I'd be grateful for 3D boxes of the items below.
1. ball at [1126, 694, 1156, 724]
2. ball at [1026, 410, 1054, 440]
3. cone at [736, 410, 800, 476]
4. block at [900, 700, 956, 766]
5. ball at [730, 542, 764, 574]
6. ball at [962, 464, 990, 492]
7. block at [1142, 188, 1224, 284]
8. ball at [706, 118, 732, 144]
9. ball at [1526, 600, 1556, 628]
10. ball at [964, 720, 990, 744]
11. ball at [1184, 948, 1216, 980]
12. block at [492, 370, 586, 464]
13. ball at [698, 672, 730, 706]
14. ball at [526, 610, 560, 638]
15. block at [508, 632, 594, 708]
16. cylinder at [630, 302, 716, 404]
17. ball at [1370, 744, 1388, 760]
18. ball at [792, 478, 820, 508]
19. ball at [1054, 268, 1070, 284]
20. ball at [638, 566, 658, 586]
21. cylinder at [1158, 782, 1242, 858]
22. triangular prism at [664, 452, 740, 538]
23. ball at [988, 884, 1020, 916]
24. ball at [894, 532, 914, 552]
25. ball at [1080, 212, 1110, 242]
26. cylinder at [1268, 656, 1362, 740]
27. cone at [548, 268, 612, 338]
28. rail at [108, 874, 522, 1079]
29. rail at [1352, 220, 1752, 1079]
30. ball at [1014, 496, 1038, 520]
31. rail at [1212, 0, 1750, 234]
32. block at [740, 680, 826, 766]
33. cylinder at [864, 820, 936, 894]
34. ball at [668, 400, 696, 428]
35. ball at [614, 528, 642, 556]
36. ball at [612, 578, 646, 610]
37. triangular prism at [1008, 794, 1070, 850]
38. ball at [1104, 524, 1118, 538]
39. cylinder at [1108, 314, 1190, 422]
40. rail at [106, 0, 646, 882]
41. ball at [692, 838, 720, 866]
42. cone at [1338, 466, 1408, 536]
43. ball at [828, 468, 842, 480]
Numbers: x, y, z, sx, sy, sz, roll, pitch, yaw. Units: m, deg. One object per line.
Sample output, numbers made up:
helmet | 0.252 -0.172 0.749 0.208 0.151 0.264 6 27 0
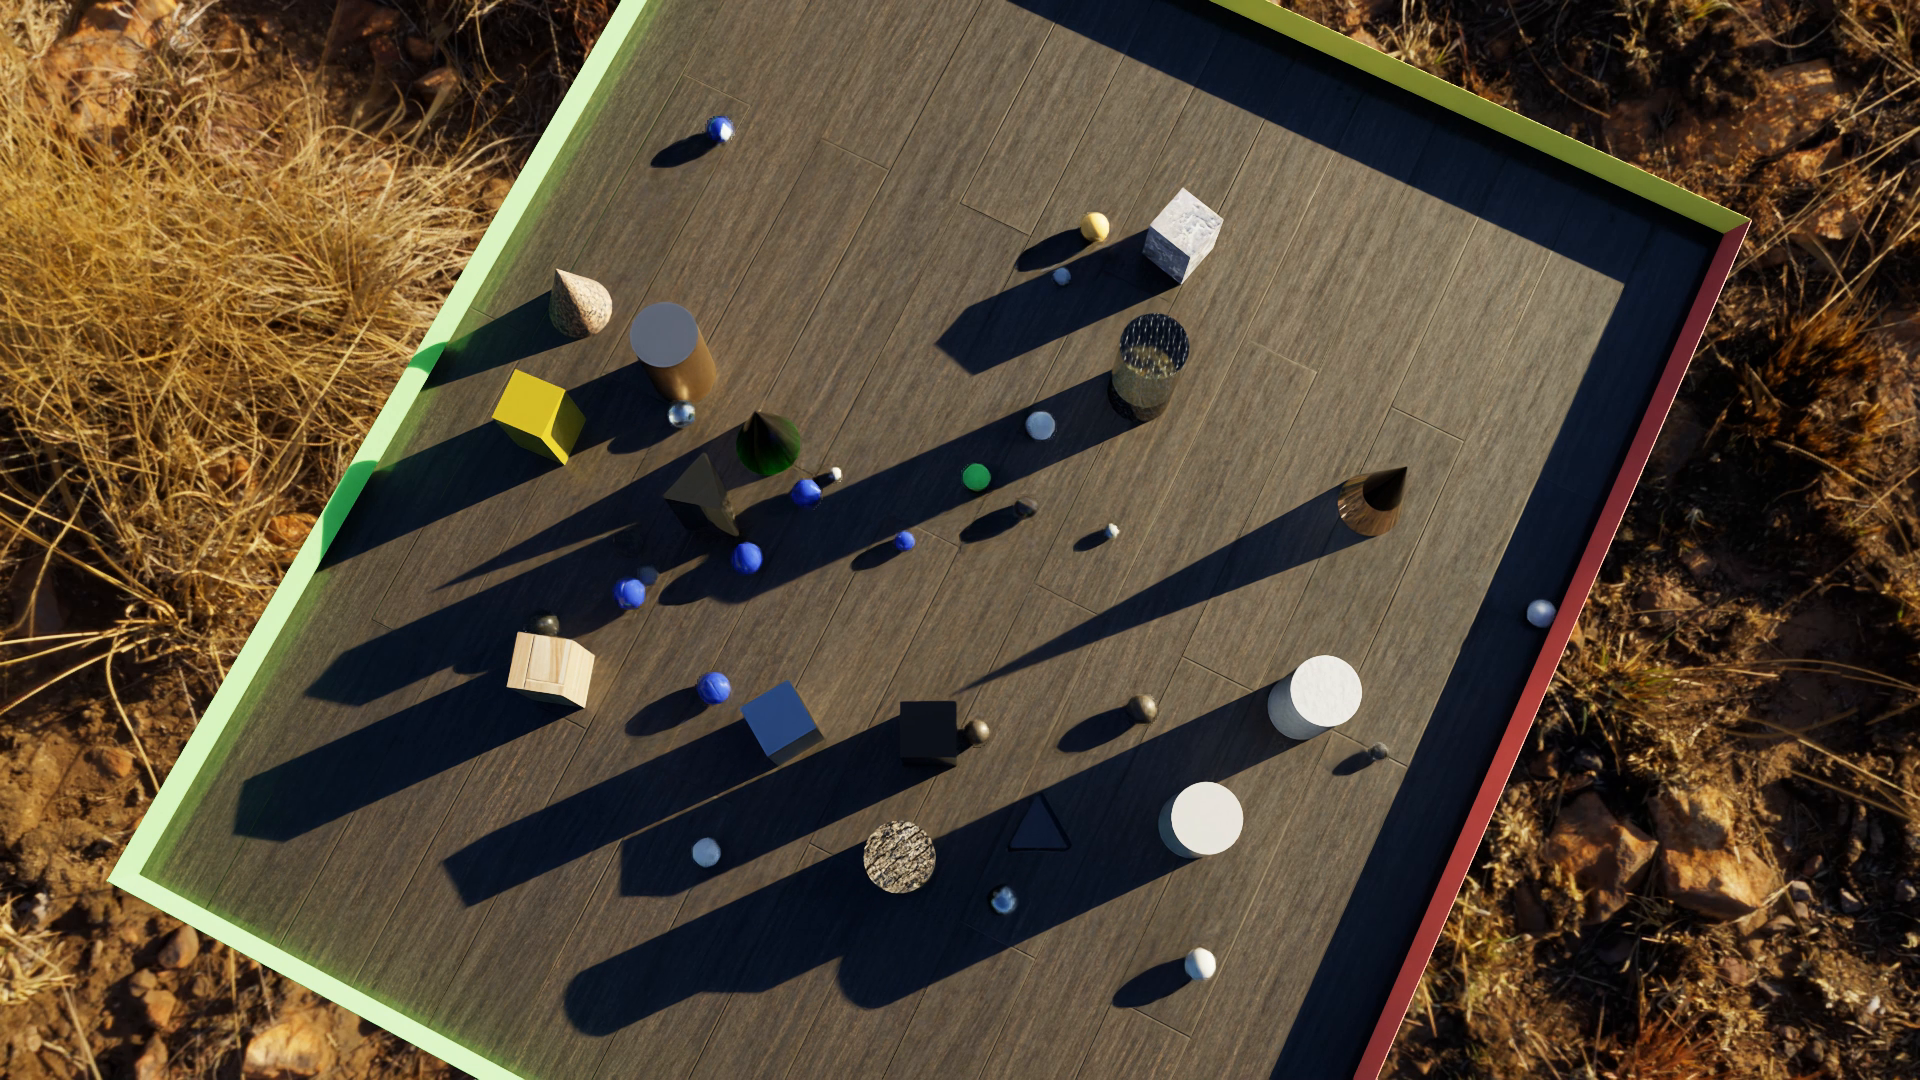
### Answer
ball | 0.541 0.506 5.467 0.089 0.089 0.089 0 78 0
ball | 0.246 -0.352 5.643 0.091 0.091 0.091 0 78 0
cone | -0.593 -0.336 5.492 0.200 0.379 0.200 0 78 0
block | -0.090 0.567 5.343 0.160 0.306 0.160 0 78 0
ball | -0.645 0.056 5.555 0.098 0.098 0.098 0 78 0
ball | 0.051 -0.192 5.613 0.086 0.086 0.086 0 78 0
block | 0.689 -0.941 5.688 0.160 0.242 0.160 40 81 8
ball | -0.767 -1.307 5.846 0.080 0.080 0.080 0 78 0
ball | 1.754 0.221 5.527 0.086 0.086 0.086 0 78 0
ball | 0.049 0.573 5.460 0.074 0.074 0.074 0 78 0
ball | 0.696 1.231 5.316 0.091 0.091 0.091 0 78 0
block | -1.264 -0.367 5.526 0.160 0.327 0.160 22 79 5
ball | -0.735 0.444 5.475 0.098 0.098 0.098 0 78 0
ball | -1.256 0.258 5.512 0.100 0.100 0.100 0 78 0
block | -1.196 0.384 5.373 0.160 0.321 0.160 8 78 2
cylinder | -0.862 -0.559 5.531 0.200 0.395 0.200 0 78 0
ball | 1.250 0.633 5.460 0.049 0.049 0.049 0 78 0
ball | -0.471 -0.142 5.601 0.089 0.089 0.089 0 78 0
ball | 0.321 -0.829 5.761 0.054 0.054 0.054 0 78 0
ball | -0.946 0.108 5.563 0.061 0.061 0.061 0 78 0
cylinder | 0.688 0.809 5.271 0.200 0.348 0.200 0 78 0
triangular prism | -0.745 -0.136 5.433 0.173 0.415 0.150 11 79 2
ball | 0.127 1.051 5.351 0.094 0.094 0.094 0 78 0
ball | -0.168 0.004 5.585 0.061 0.061 0.061 0 78 0
ball | 0.425 -0.985 5.774 0.091 0.091 0.091 0 78 0
cylinder | 1.025 0.462 5.321 0.200 0.392 0.200 0 78 0
cone | -1.195 -0.766 5.593 0.200 0.357 0.200 0 78 0
rail | -0.885 1.741 5.189 3.498 0.130 0.045 26 80 5
rail | 1.543 0.762 5.391 0.045 0.130 4.007 26 80 5
ball | 0.202 -0.101 5.600 0.074 0.074 0.074 0 78 0
rail | 0.885 -1.727 5.907 3.498 0.130 0.045 26 80 5
block | -0.514 0.536 5.335 0.160 0.334 0.160 -30 80 -6
cylinder | -0.169 0.915 5.261 0.200 0.325 0.200 0 78 0
ball | -0.859 -0.388 5.654 0.084 0.084 0.084 0 78 0
ball | -1.008 0.008 5.573 0.082 0.082 0.082 0 78 0
ball | -0.998 0.163 5.533 0.098 0.098 0.098 0 78 0
triangular prism | 0.225 0.814 5.282 0.173 0.325 0.150 0 78 0
ball | 0.462 -0.027 5.600 0.044 0.044 0.044 0 78 0
cylinder | 0.559 -0.510 5.487 0.200 0.460 0.200 0 78 0
rail | -1.543 -0.749 5.704 0.045 0.130 4.007 26 80 5
ball | -0.745 0.918 5.384 0.084 0.084 0.084 0 78 0
cone | 1.262 -0.159 5.403 0.200 0.482 0.200 0 78 0
ball | -0.385 -0.203 5.638 0.041 0.041 0.041 0 78 0
